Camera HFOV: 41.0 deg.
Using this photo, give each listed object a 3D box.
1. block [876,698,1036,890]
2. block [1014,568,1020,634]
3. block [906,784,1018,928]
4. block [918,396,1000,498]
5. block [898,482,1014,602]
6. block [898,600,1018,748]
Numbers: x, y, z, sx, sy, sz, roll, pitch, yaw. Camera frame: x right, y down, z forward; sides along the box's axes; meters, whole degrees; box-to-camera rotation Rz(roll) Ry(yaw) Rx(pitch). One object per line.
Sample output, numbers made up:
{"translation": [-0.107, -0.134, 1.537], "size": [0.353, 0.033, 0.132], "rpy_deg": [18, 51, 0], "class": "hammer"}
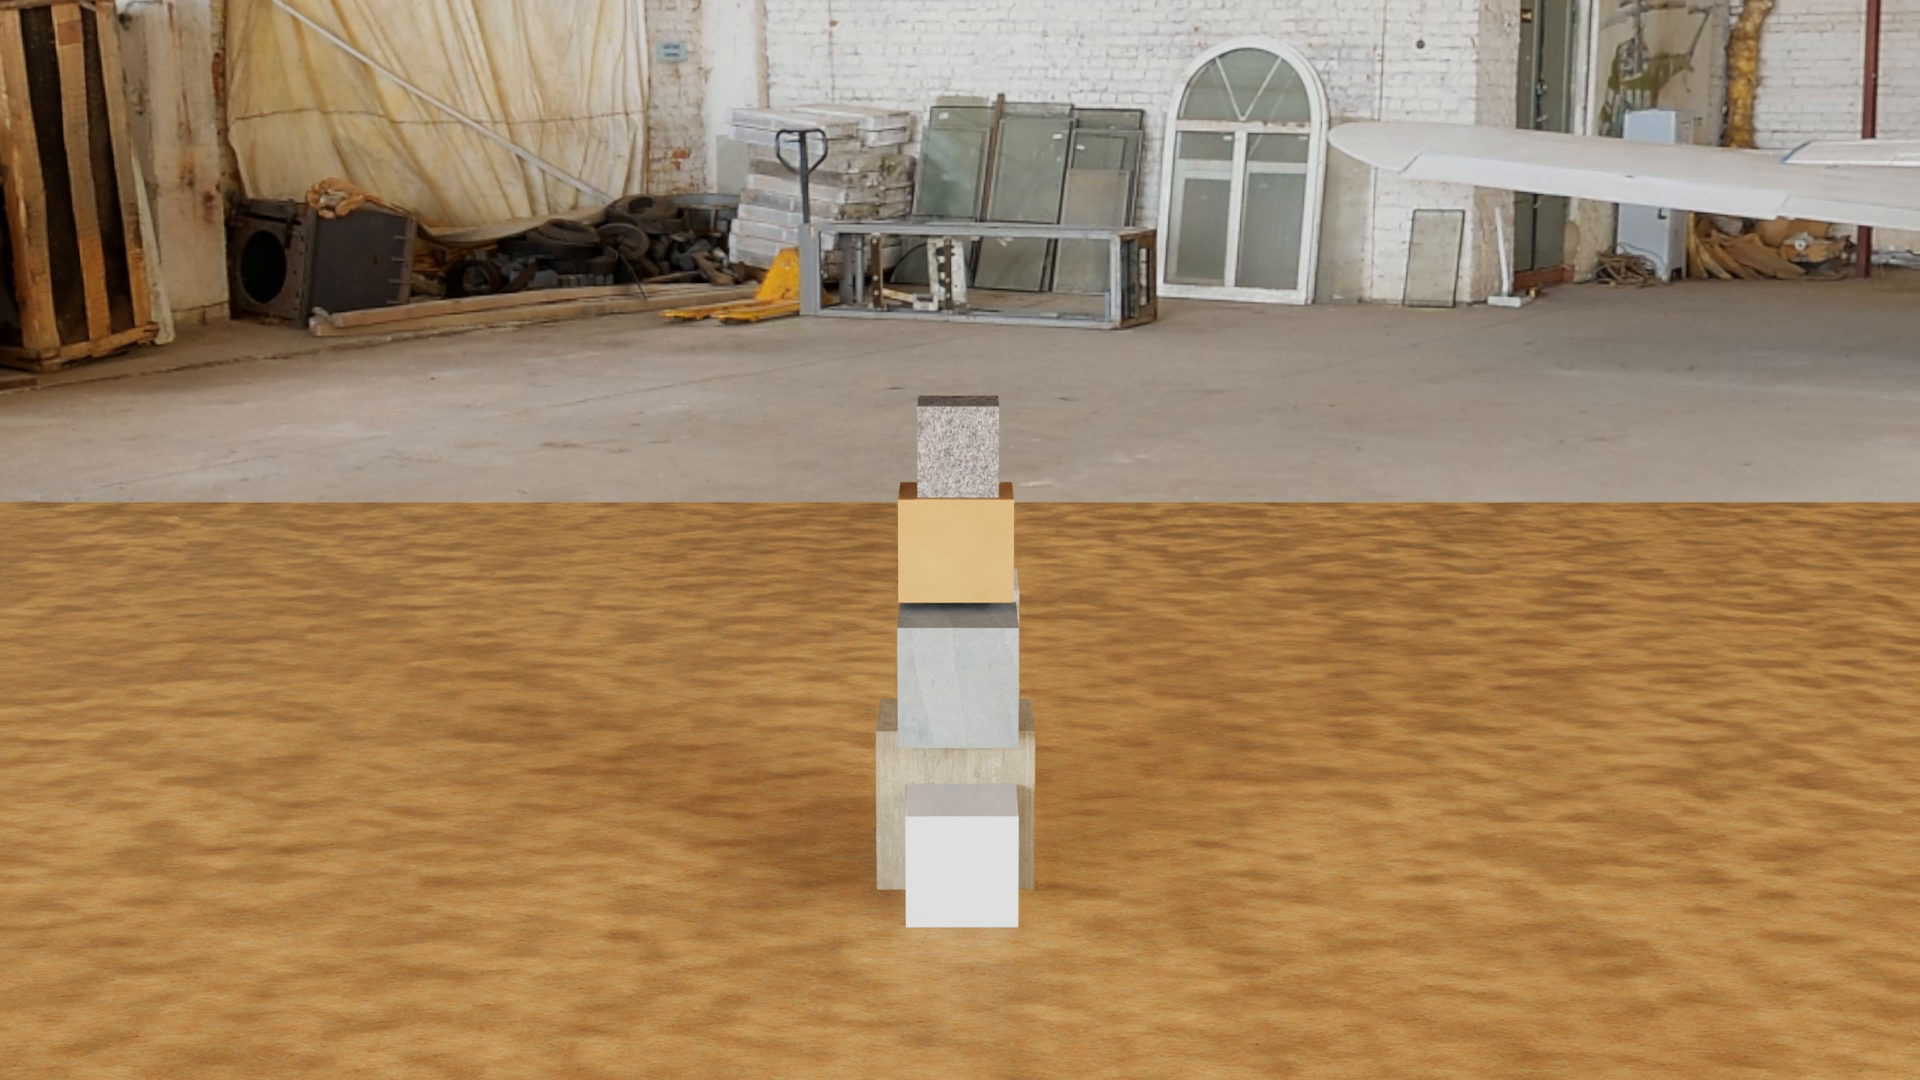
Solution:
{"translation": [-0.020, 1.122, 11.410], "size": [0.686, 0.710, 0.588], "rpy_deg": [0, 10, 0], "class": "block"}
{"translation": [0.006, 0.449, 11.555], "size": [0.508, 0.562, 0.509], "rpy_deg": [0, 10, 0], "class": "block"}
{"translation": [0.008, 1.334, 10.890], "size": [0.468, 0.478, 0.491], "rpy_deg": [0, 10, 0], "class": "block"}
{"translation": [-0.008, -0.407, 11.095], "size": [0.348, 0.393, 0.337], "rpy_deg": [0, 11, 0], "class": "block"}
{"translation": [-0.017, 0.005, 11.177], "size": [0.493, 0.448, 0.444], "rpy_deg": [0, 11, 0], "class": "block"}
{"translation": [-0.008, 0.570, 11.020], "size": [0.506, 0.515, 0.567], "rpy_deg": [0, 10, 0], "class": "block"}
